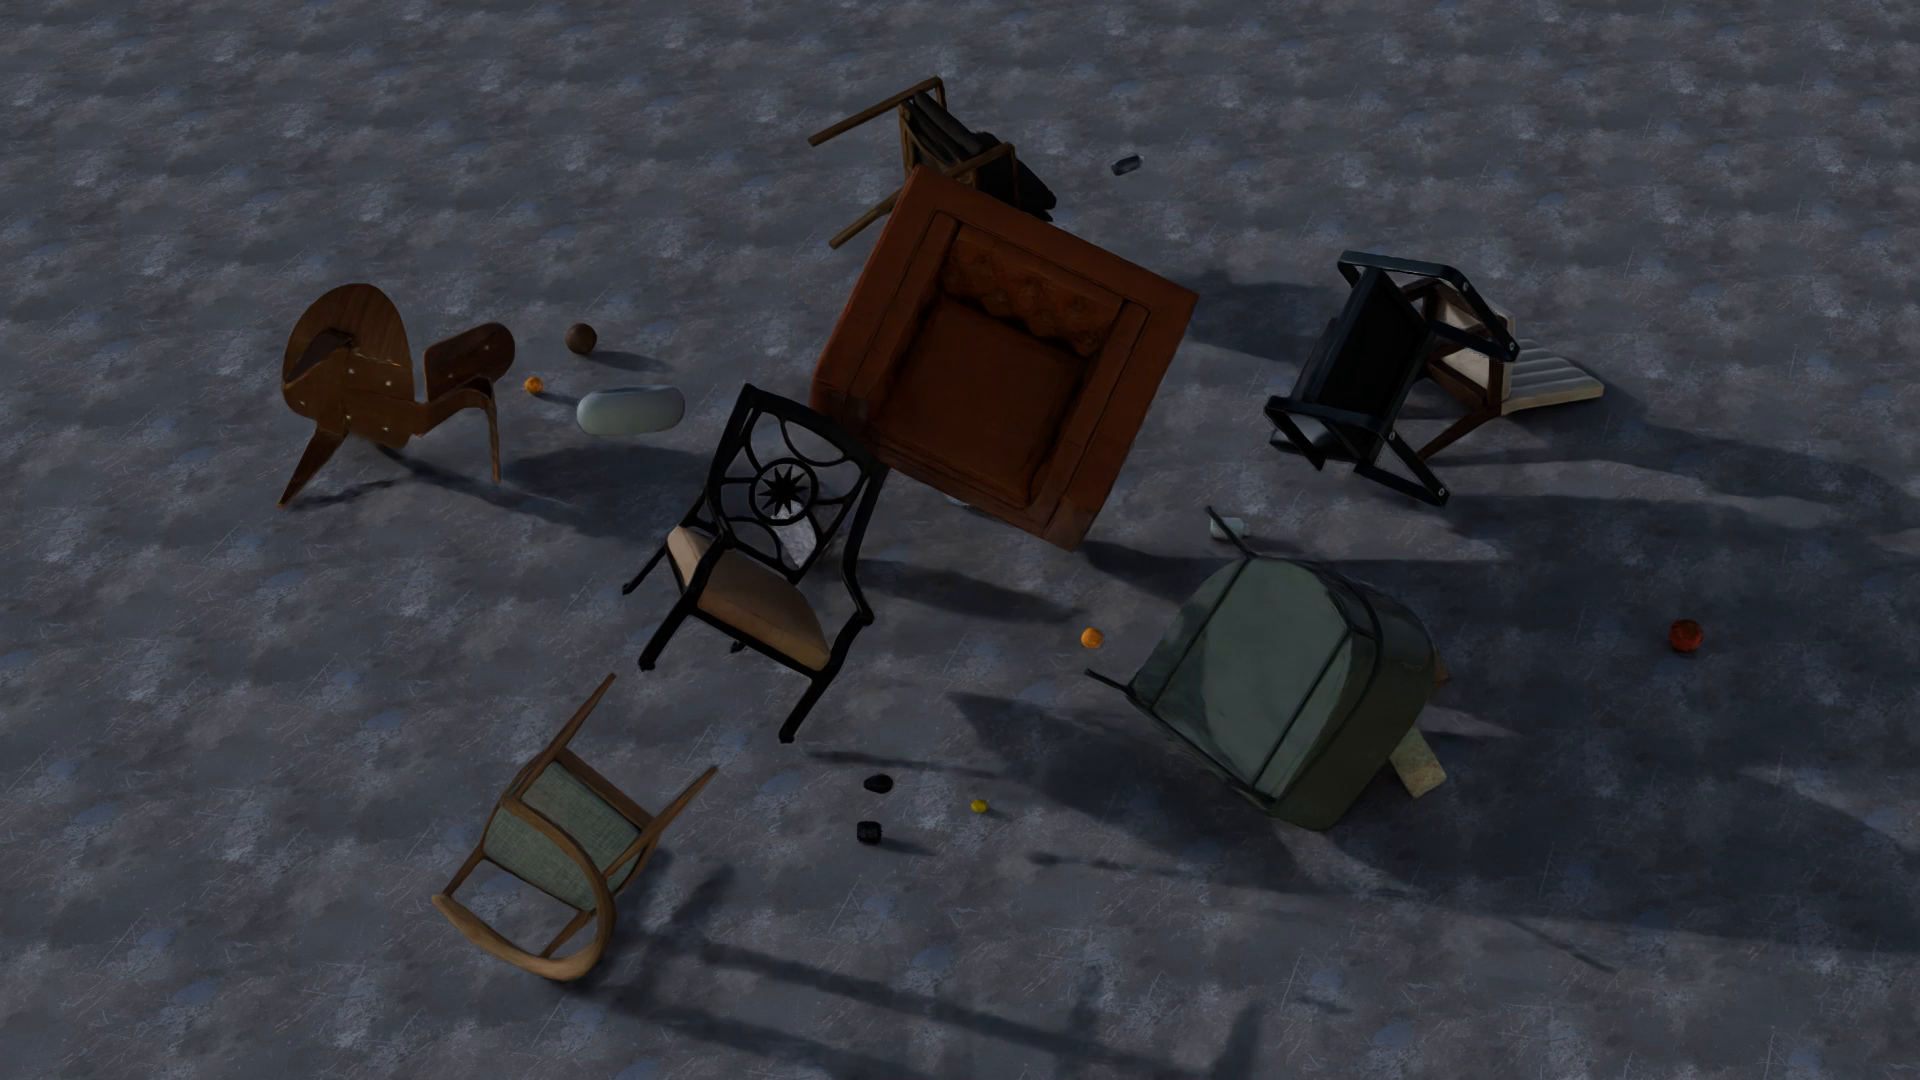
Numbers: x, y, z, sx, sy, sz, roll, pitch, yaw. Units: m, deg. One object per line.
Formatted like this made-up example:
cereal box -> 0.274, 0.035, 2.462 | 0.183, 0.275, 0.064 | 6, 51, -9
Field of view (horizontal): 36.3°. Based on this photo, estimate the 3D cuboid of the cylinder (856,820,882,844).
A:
cylinder -> -0.294, 0.942, 9.462 | 0.079, 0.048, 0.059 | 8, 24, 12

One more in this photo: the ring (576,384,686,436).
ring -> -1.125, -0.444, 10.039 | 0.432, 0.147, 0.215 | -10, 14, -42

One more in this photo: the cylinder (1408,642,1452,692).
cylinder -> 1.622, 0.439, 10.130 | 0.109, 0.103, 0.136 | -17, 73, -21

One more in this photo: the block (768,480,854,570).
block -> -0.545, -0.054, 10.736 | 0.141, 0.223, 0.226 | -29, 83, -38

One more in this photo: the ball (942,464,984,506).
ball -> 0.011, -0.206, 11.113 | 0.158, 0.158, 0.158 | 0, 33, 0

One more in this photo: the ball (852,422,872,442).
ball -> -0.384, -0.422, 11.518 | 0.075, 0.075, 0.075 | 0, 33, 0

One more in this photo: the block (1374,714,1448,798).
block -> 1.480, 0.712, 9.627 | 0.130, 0.174, 0.191 | -32, 55, 4
